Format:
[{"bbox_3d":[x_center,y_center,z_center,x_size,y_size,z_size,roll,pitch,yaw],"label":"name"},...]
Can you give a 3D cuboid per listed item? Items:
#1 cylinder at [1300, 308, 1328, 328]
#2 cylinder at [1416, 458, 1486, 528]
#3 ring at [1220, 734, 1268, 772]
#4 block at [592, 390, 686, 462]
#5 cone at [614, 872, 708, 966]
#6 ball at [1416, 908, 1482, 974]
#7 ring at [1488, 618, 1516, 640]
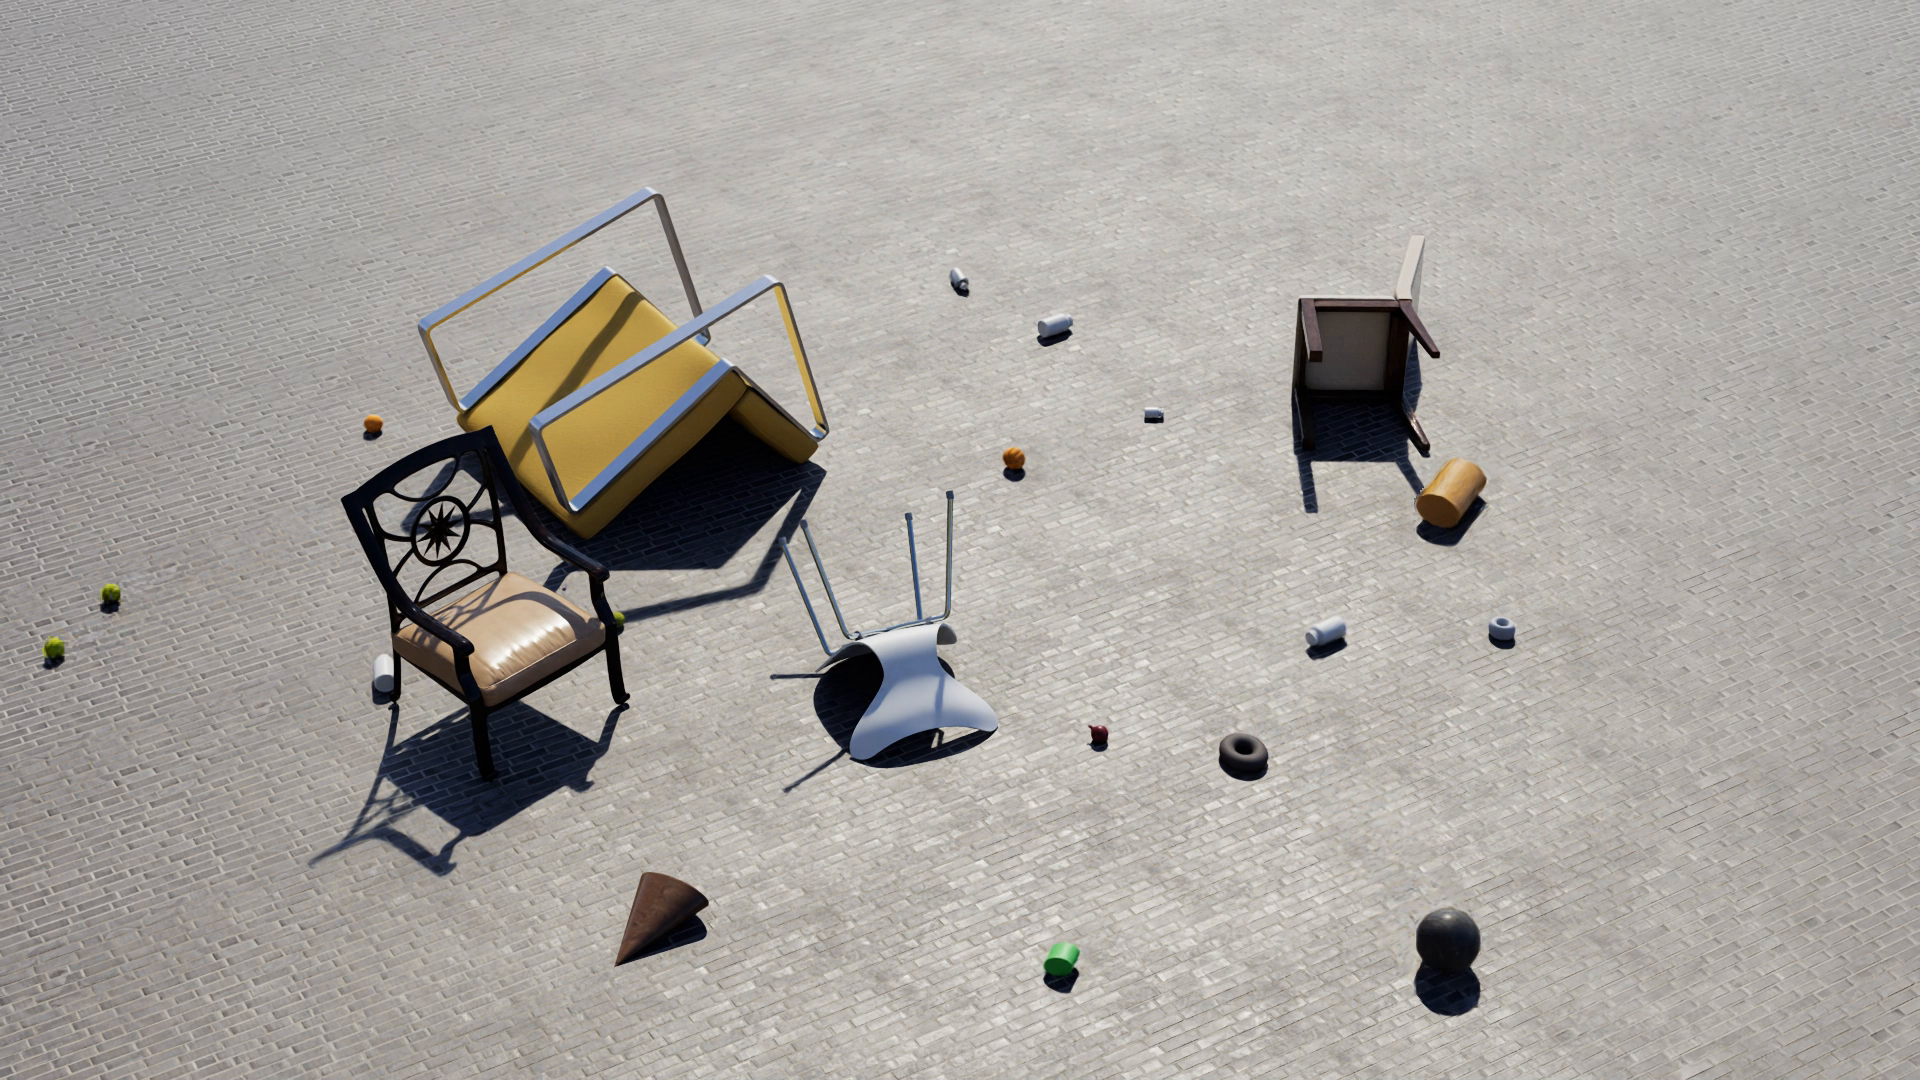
[{"bbox_3d":[1.487,-0.937,12.326,0.081,0.044,0.095,27,42,26],"label":"cylinder"},{"bbox_3d":[1.860,-0.178,11.091,0.173,0.133,0.290,27,40,17],"label":"cylinder"},{"bbox_3d":[0.950,0.711,9.816,0.155,0.055,0.184,-20,39,-25],"label":"ring"},{"bbox_3d":[-1.261,-0.447,11.508,0.340,0.126,0.152,-27,42,-34],"label":"block"},{"bbox_3d":[-0.975,1.201,9.063,0.260,0.132,0.337,14,47,28],"label":"cone"},{"bbox_3d":[1.485,1.218,8.917,0.197,0.197,0.197,0,33,0],"label":"ball"},{"bbox_3d":[1.925,0.315,10.416,0.101,0.057,0.083,26,43,36],"label":"ring"}]
